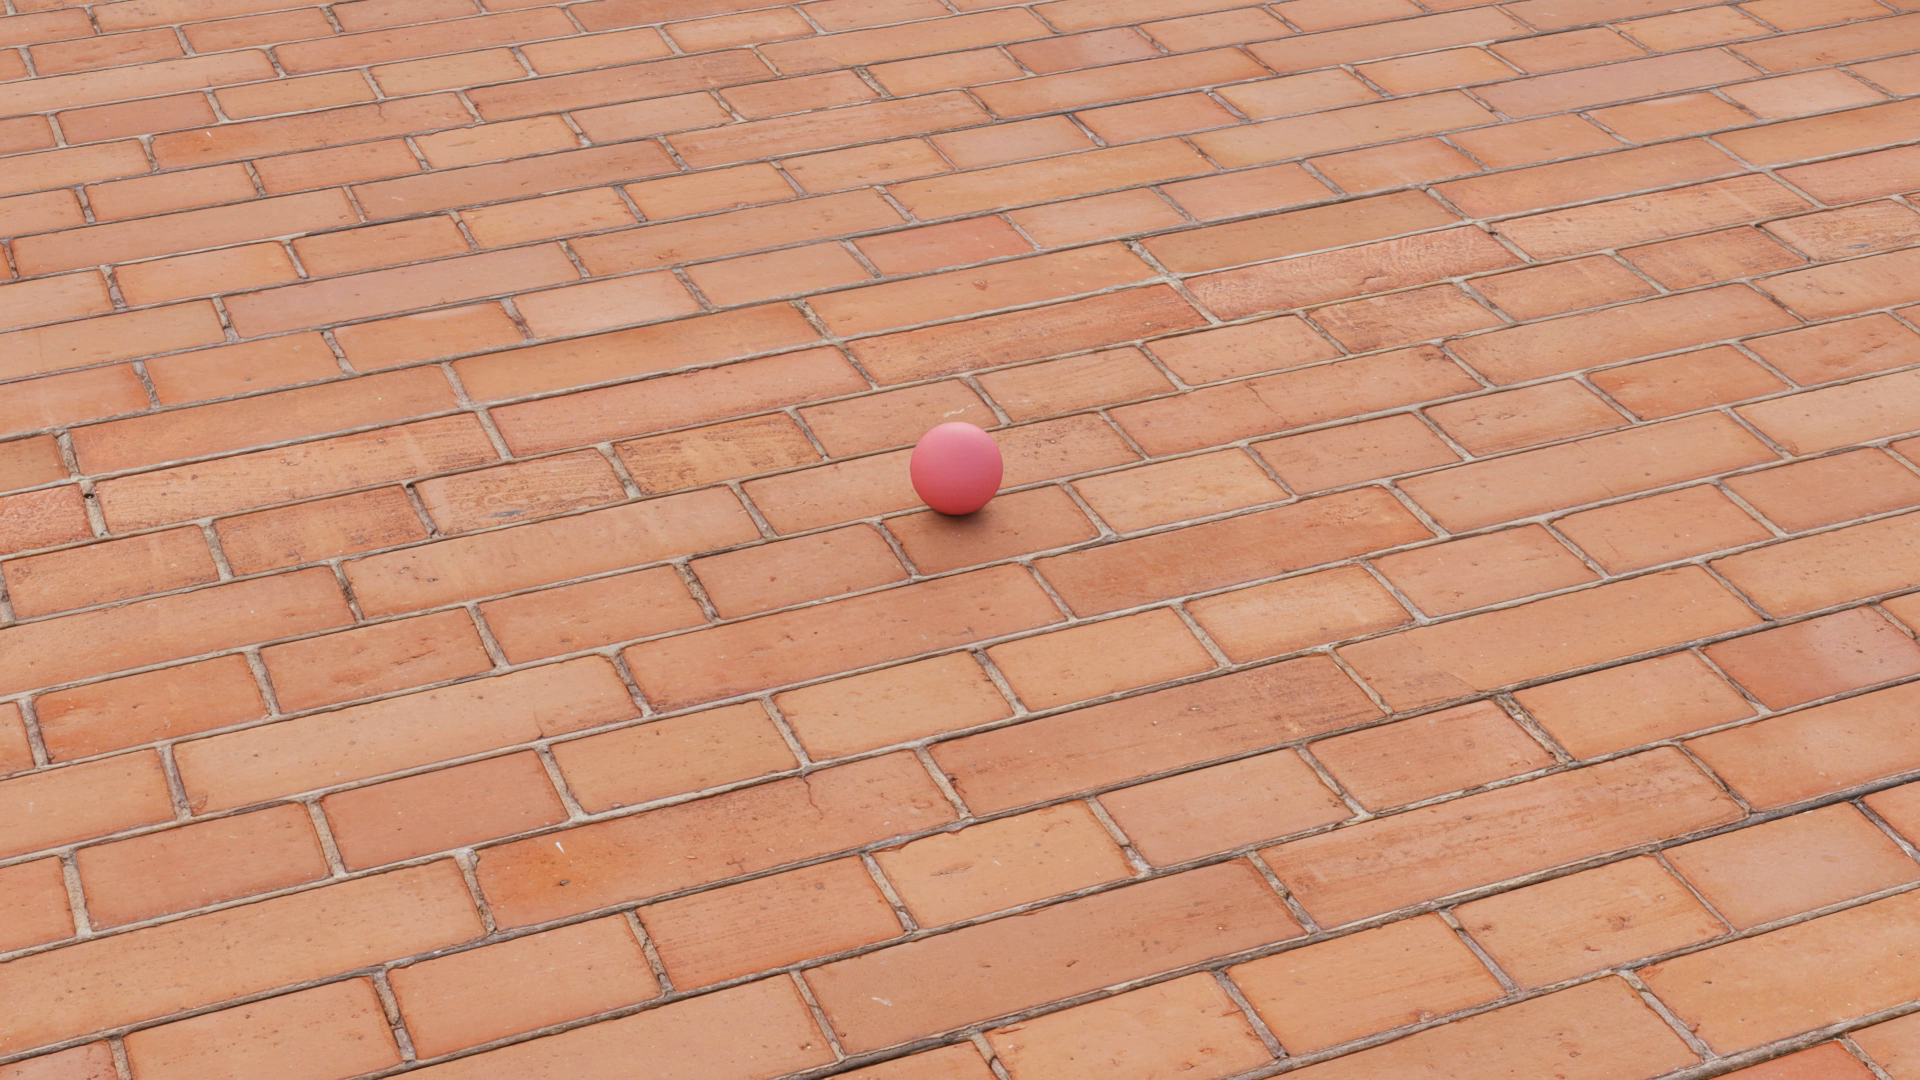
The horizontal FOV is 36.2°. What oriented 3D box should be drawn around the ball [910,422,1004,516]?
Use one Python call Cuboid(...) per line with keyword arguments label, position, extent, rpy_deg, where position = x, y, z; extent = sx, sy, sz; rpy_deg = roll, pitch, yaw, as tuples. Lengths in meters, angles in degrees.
Cuboid(label="ball", position=(-0.002, -0.043, 1.783), extent=(0.057, 0.057, 0.057), rpy_deg=(0, 31, 0))
